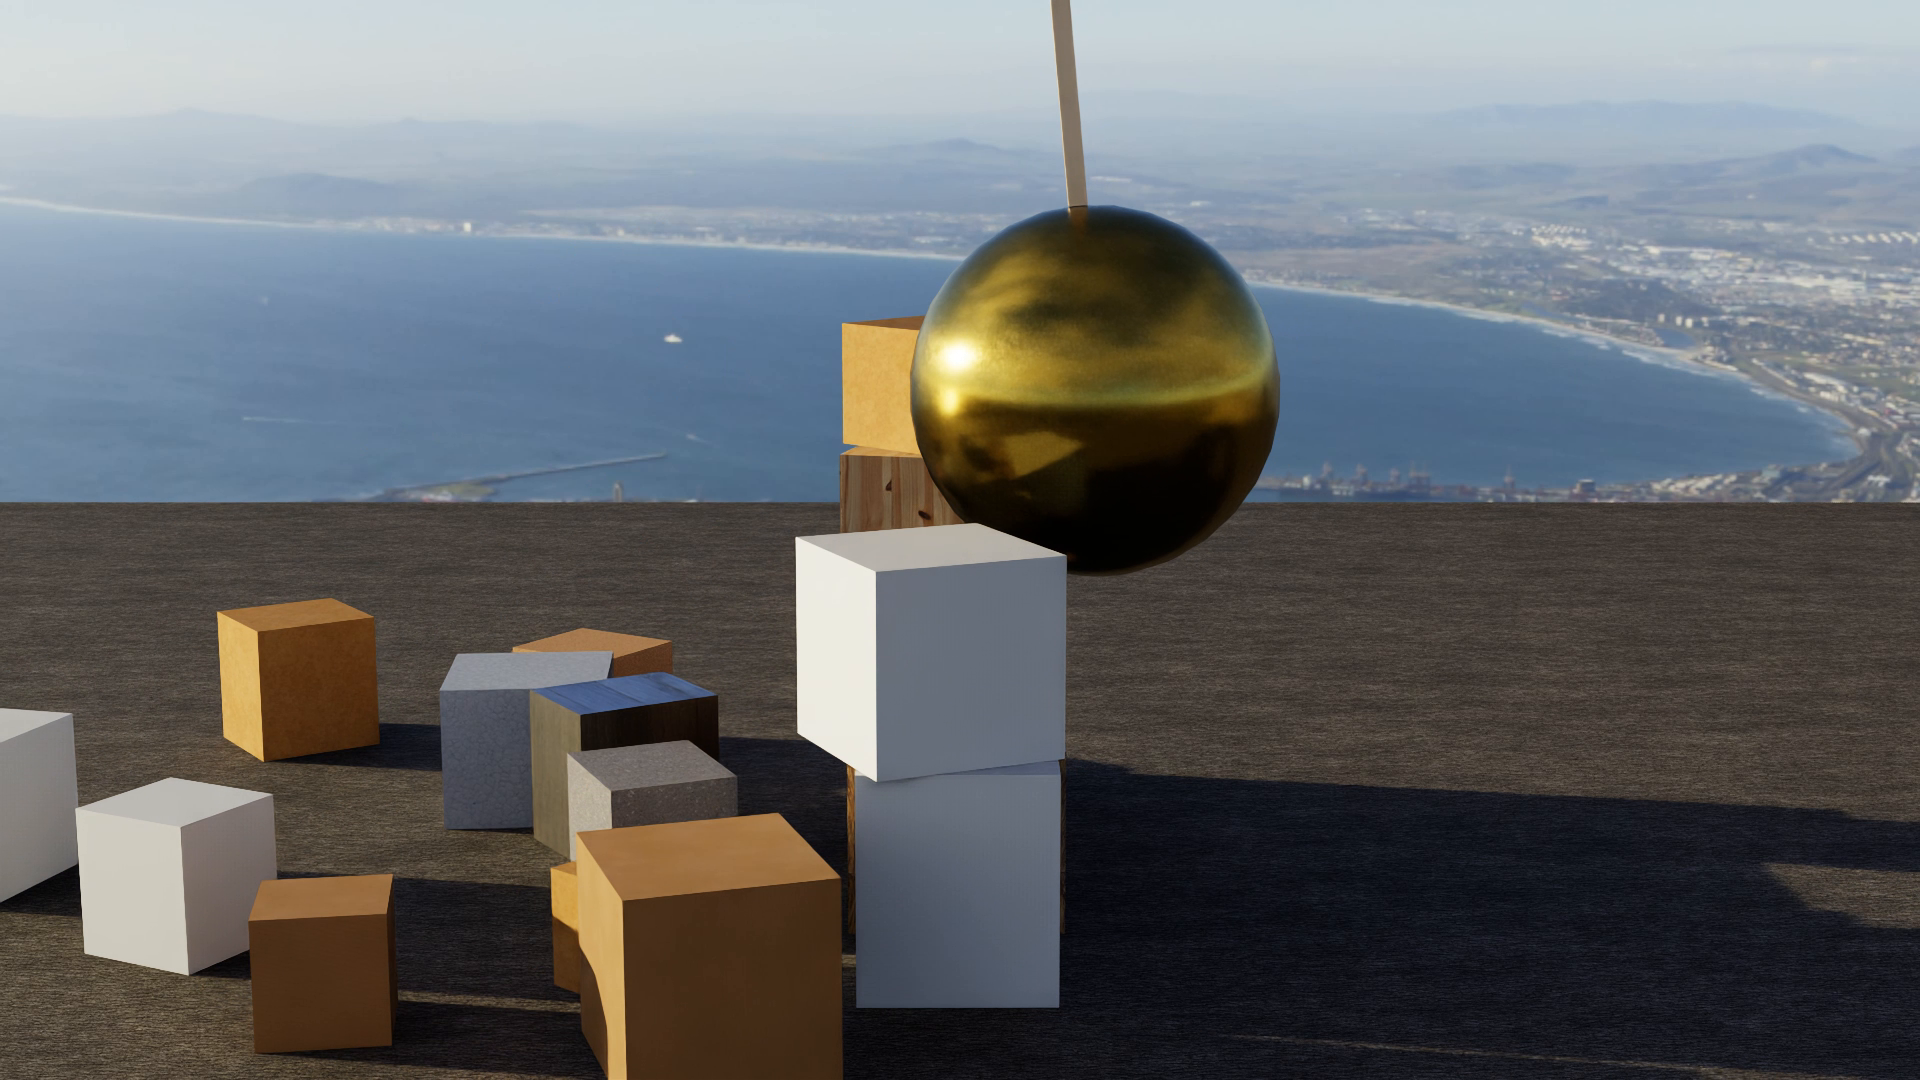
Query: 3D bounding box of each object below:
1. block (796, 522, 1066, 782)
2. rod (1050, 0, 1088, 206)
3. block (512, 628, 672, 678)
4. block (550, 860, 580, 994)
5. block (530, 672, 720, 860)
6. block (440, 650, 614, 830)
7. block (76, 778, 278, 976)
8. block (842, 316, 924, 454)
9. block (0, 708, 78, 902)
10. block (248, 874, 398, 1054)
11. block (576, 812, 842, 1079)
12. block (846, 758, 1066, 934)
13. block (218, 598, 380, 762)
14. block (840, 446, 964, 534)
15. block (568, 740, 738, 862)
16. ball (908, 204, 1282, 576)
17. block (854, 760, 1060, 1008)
[{"bbox_3d":[-0.121,0.414,9.958,0.786,0.793,0.794,-5,11,-25],"label":"block"},{"bbox_3d":[0.251,-3.971,10.458,0.080,5.200,0.080,-5,10,1],"label":"rod"},{"bbox_3d":[-1.920,0.822,13.470,0.612,0.563,0.555,6,12,31],"label":"block"},{"bbox_3d":[-1.236,1.499,9.993,0.494,0.475,0.492,9,14,40],"label":"block"},{"bbox_3d":[-1.543,1.047,11.825,0.684,0.709,0.561,-7,12,-32],"label":"block"},{"bbox_3d":[-2.077,0.957,12.429,0.767,0.670,0.774,-1,10,-5],"label":"block"},{"bbox_3d":[-3.171,1.354,10.420,0.558,0.607,0.523,5,12,27],"label":"block"},{"bbox_3d":[-0.145,-0.757,12.400,0.602,0.583,0.591,10,14,43],"label":"block"},{"bbox_3d":[-4.397,1.158,11.270,0.710,0.689,0.711,3,11,15],"label":"block"},{"bbox_3d":[-2.357,1.568,9.535,0.486,0.504,0.475,-2,10,-9],"label":"block"},{"bbox_3d":[-0.909,1.495,9.203,0.766,0.765,0.838,-4,11,-19],"label":"block"},{"bbox_3d":[-0.014,1.164,10.994,0.896,0.776,0.922,0,10,0],"label":"block"},{"bbox_3d":[-3.514,0.731,13.626,0.632,0.687,0.610,-7,12,-34],"label":"block"},{"bbox_3d":[-0.096,-0.042,12.424,0.769,0.833,0.769,3,11,15],"label":"block"},{"bbox_3d":[-1.305,1.258,10.885,0.542,0.631,0.652,-5,11,-24],"label":"block"},{"bbox_3d":[0.580,-0.642,11.064,1.600,1.600,1.600,0,10,0],"label":"ball"},{"bbox_3d":[-0.010,1.256,10.103,0.772,0.915,0.846,0,10,0],"label":"block"}]
